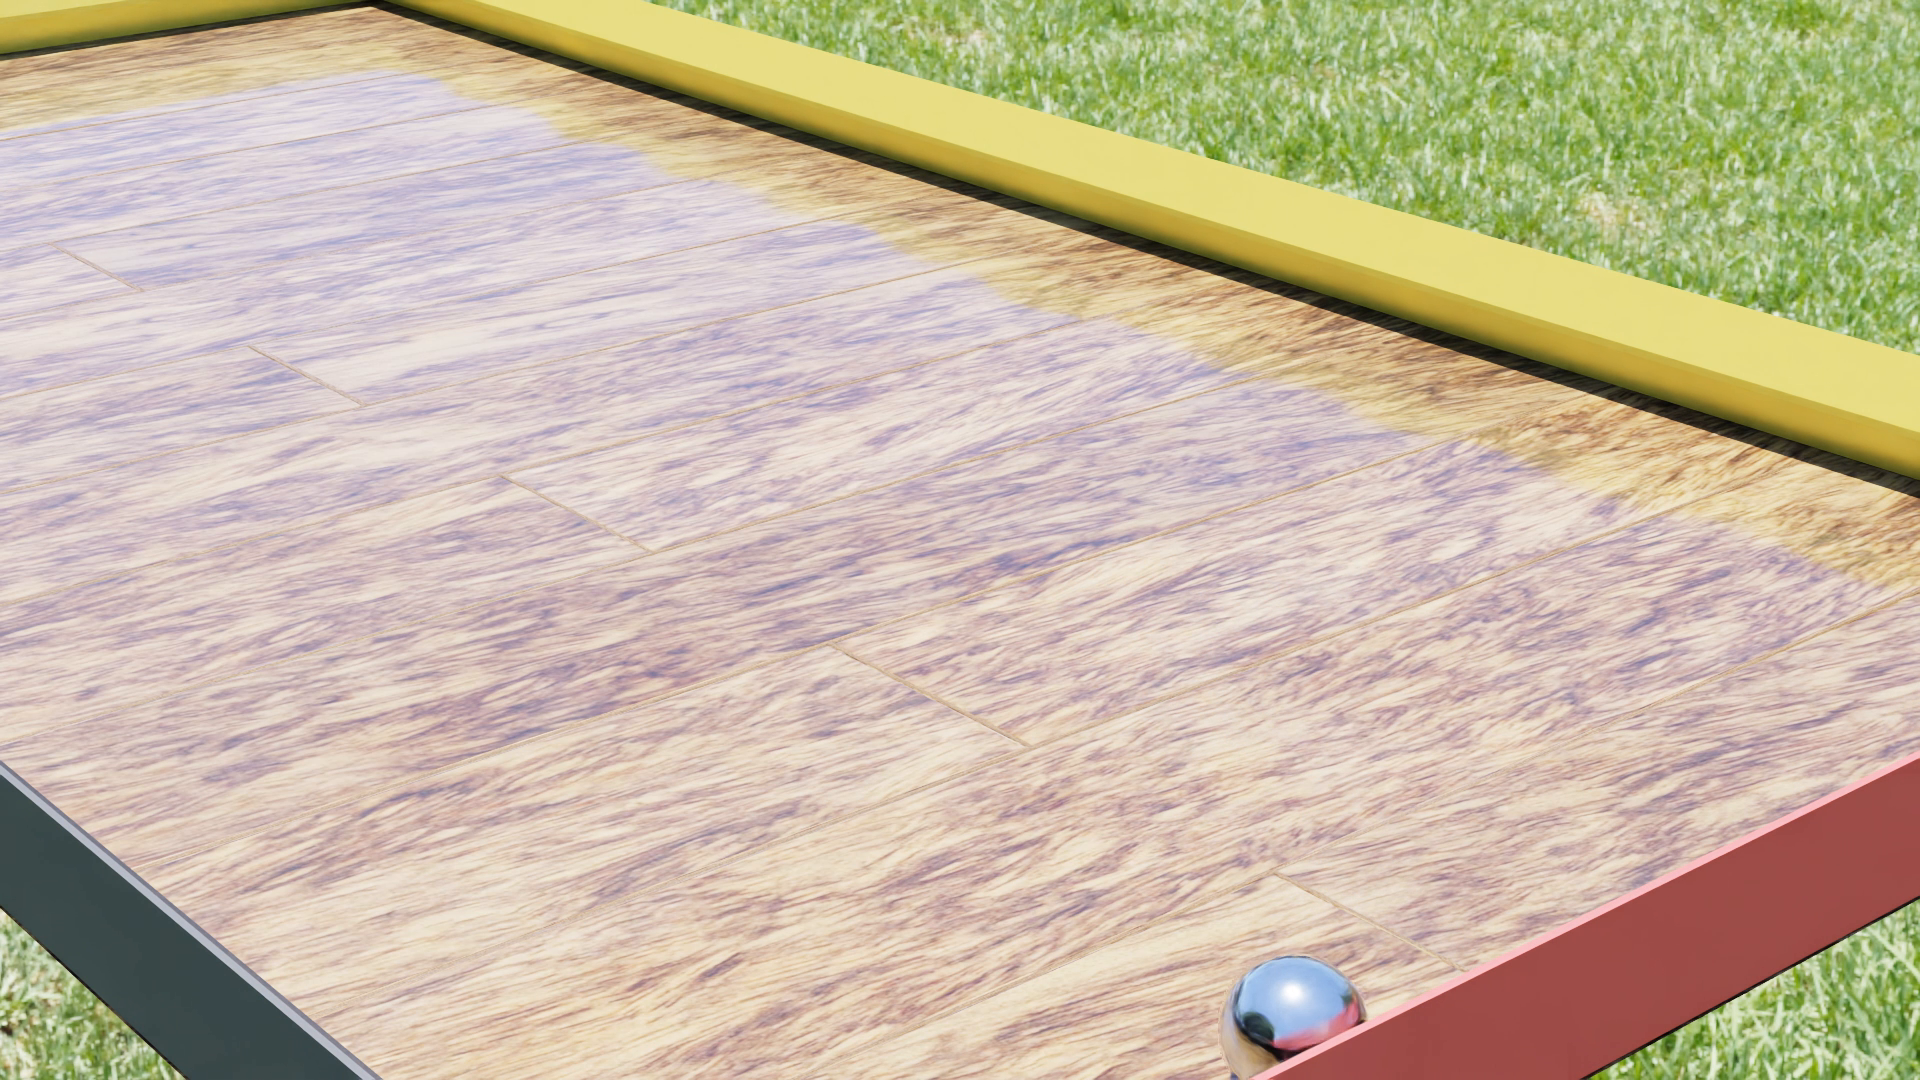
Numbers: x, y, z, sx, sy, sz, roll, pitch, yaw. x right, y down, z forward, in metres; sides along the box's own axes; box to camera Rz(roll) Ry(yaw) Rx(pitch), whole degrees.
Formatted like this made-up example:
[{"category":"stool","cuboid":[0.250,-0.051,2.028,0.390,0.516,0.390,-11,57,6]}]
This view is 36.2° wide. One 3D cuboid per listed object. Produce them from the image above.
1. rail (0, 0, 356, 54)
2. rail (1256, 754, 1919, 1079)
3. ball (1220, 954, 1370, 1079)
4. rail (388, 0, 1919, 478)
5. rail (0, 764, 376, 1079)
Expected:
[{"category":"rail","cuboid":[-1.572,-0.719,4.204,1.691,0.115,0.045,-17,28,-36]},{"category":"rail","cuboid":[0.514,0.217,1.883,1.691,0.115,0.045,-17,28,-36]},{"category":"ball","cuboid":[0.198,0.290,1.740,0.088,0.088,0.088,0,22,0]},{"category":"rail","cuboid":[0.102,-0.448,3.532,0.045,0.115,3.306,-17,28,-36]},{"category":"rail","cuboid":[-1.160,-0.055,2.556,0.045,0.115,3.306,-17,28,-36]}]
